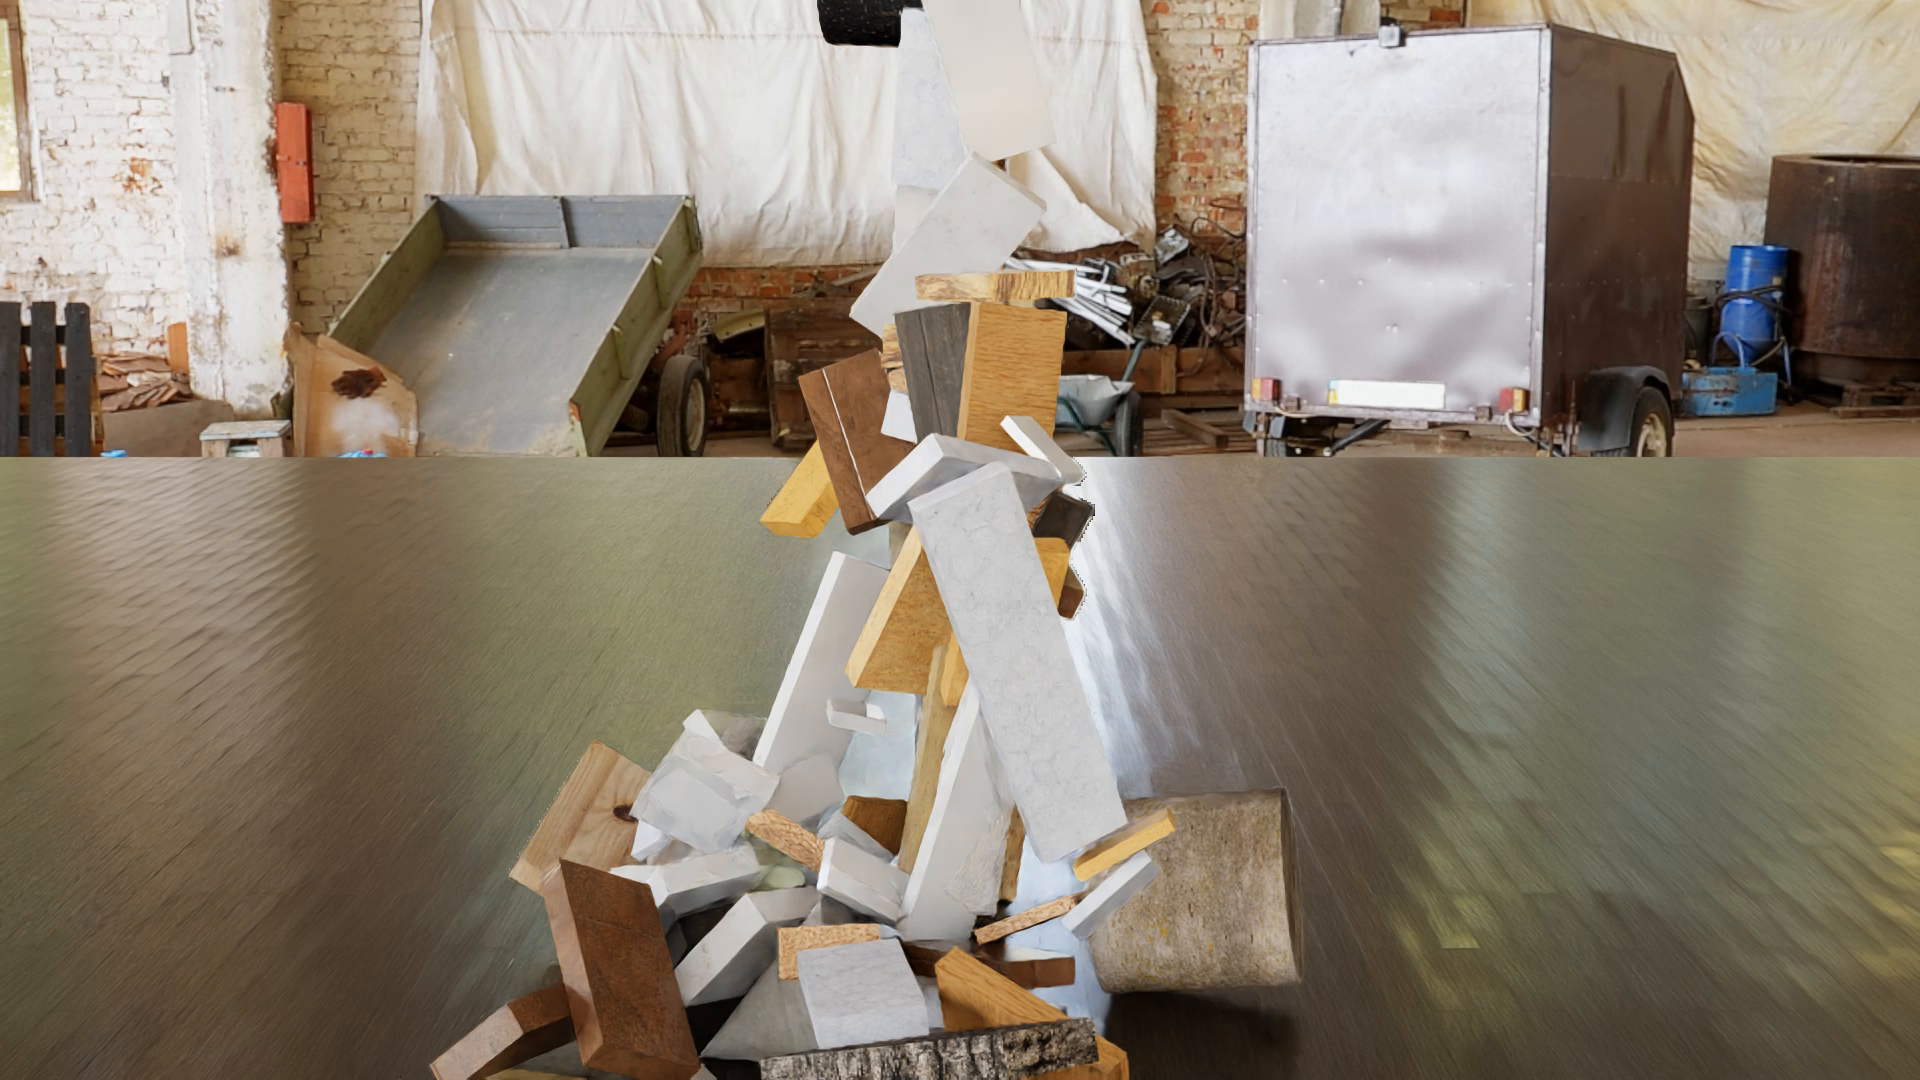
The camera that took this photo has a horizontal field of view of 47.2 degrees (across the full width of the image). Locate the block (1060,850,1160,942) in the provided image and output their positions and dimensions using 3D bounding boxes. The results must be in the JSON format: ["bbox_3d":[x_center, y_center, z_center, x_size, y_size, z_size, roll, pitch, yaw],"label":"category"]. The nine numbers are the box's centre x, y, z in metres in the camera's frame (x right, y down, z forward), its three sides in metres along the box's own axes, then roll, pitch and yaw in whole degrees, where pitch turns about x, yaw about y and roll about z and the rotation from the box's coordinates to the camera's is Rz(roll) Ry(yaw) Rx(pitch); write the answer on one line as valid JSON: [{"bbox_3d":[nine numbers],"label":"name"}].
[{"bbox_3d":[0.204,0.481,2.969,0.021,0.146,0.073,48,-4,26],"label":"block"}]

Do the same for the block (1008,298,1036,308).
[{"bbox_3d":[0.076,-0.280,3.779,0.039,0.347,0.139,14,8,2],"label":"block"}]

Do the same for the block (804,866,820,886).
[{"bbox_3d":[-0.196,0.490,3.190,0.060,0.017,0.121,-2,-34,-4],"label":"block"}]

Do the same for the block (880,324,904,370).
[{"bbox_3d":[-0.053,-0.303,3.472,0.139,0.069,0.020,4,-3,15],"label":"block"}]

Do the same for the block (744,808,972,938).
[{"bbox_3d":[-0.143,0.482,3.105,0.351,0.021,0.076,34,-26,-16],"label":"block"}]

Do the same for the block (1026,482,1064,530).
[{"bbox_3d":[0.106,-0.053,3.153,0.061,0.121,0.017,20,0,-19],"label":"block"}]

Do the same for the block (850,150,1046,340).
[{"bbox_3d":[-0.021,-0.456,3.581,0.148,0.341,0.042,34,26,-14],"label":"block"}]

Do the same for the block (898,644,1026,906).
[{"bbox_3d":[0.020,0.339,3.188,0.167,0.349,0.047,14,-20,-12],"label":"block"}]

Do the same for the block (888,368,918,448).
[{"bbox_3d":[-0.100,-0.190,3.671,0.157,0.044,0.314,-30,30,36],"label":"block"}]

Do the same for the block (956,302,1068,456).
[{"bbox_3d":[0.069,-0.186,3.173,0.134,0.301,0.038,4,6,-20],"label":"block"}]

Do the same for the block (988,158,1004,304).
[{"bbox_3d":[0.000,-0.562,3.921,0.157,0.548,0.044,0,2,3],"label":"block"}]

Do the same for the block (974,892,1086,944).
[{"bbox_3d":[0.098,0.516,3.000,0.146,0.021,0.073,-23,-12,14],"label":"block"}]

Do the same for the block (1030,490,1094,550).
[{"bbox_3d":[0.130,-0.006,3.055,0.061,0.122,0.017,23,24,-11],"label":"block"}]

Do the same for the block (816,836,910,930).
[{"bbox_3d":[-0.127,0.476,3.036,0.151,0.076,0.021,32,-41,-29],"label":"block"}]

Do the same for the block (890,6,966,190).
[{"bbox_3d":[-0.033,-0.748,3.741,0.148,0.295,0.042,6,20,4],"label":"block"}]

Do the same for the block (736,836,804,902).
[{"bbox_3d":[-0.288,0.557,3.490,0.130,0.130,0.130,3,11,14],"label":"block"}]

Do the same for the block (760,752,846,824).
[{"bbox_3d":[-0.251,0.389,3.382,0.023,0.082,0.164,-25,-4,40],"label":"block"}]

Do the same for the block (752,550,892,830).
[{"bbox_3d":[-0.217,0.242,3.530,0.137,0.434,0.039,21,1,-34],"label":"block"}]

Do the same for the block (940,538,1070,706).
[{"bbox_3d":[0.060,0.114,3.024,0.129,0.257,0.036,1,33,-17],"label":"block"}]

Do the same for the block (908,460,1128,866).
[{"bbox_3d":[0.081,0.167,2.840,0.129,0.556,0.036,-26,27,-12],"label":"block"}]

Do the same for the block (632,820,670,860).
[{"bbox_3d":[-0.479,0.436,3.487,0.069,0.020,0.138,-31,36,34],"label":"block"}]

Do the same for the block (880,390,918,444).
[{"bbox_3d":[-0.049,-0.183,3.440,0.139,0.069,0.020,16,12,10],"label":"block"}]

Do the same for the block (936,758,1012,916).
[{"bbox_3d":[0.012,0.418,3.087,0.105,0.210,0.030,9,-1,-20],"label":"block"}]

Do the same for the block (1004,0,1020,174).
[{"bbox_3d":[0.033,-0.798,4.029,0.126,0.709,0.036,4,5,6],"label":"block"}]

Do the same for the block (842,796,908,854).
[{"bbox_3d":[-0.122,0.436,3.354,0.164,0.082,0.023,13,16,-47],"label":"block"}]

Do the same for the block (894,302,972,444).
[{"bbox_3d":[-0.009,-0.228,3.377,0.134,0.268,0.038,-8,11,15],"label":"block"}]

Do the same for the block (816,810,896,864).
[{"bbox_3d":[-0.158,0.459,3.265,0.121,0.060,0.017,43,-5,-30],"label":"block"}]

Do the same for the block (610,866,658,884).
[{"bbox_3d":[-0.472,0.539,3.395,0.138,0.069,0.020,-2,-17,7],"label":"block"}]

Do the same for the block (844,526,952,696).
[{"bbox_3d":[-0.040,0.095,3.469,0.167,0.335,0.047,9,30,-33],"label":"block"}]

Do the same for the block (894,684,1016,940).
[{"bbox_3d":[0.021,0.352,2.962,0.105,0.436,0.030,4,26,-29],"label":"block"}]

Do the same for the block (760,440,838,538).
[{"bbox_3d":[-0.206,-0.125,3.596,0.039,0.274,0.137,43,-20,-27],"label":"block"}]

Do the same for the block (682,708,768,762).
[{"bbox_3d":[-0.358,0.364,3.762,0.039,0.139,0.278,-41,-21,11],"label":"block"}]

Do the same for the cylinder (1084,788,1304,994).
[{"bbox_3d":[0.345,0.514,3.216,0.281,0.281,0.281,-6,9,12],"label":"cylinder"}]
